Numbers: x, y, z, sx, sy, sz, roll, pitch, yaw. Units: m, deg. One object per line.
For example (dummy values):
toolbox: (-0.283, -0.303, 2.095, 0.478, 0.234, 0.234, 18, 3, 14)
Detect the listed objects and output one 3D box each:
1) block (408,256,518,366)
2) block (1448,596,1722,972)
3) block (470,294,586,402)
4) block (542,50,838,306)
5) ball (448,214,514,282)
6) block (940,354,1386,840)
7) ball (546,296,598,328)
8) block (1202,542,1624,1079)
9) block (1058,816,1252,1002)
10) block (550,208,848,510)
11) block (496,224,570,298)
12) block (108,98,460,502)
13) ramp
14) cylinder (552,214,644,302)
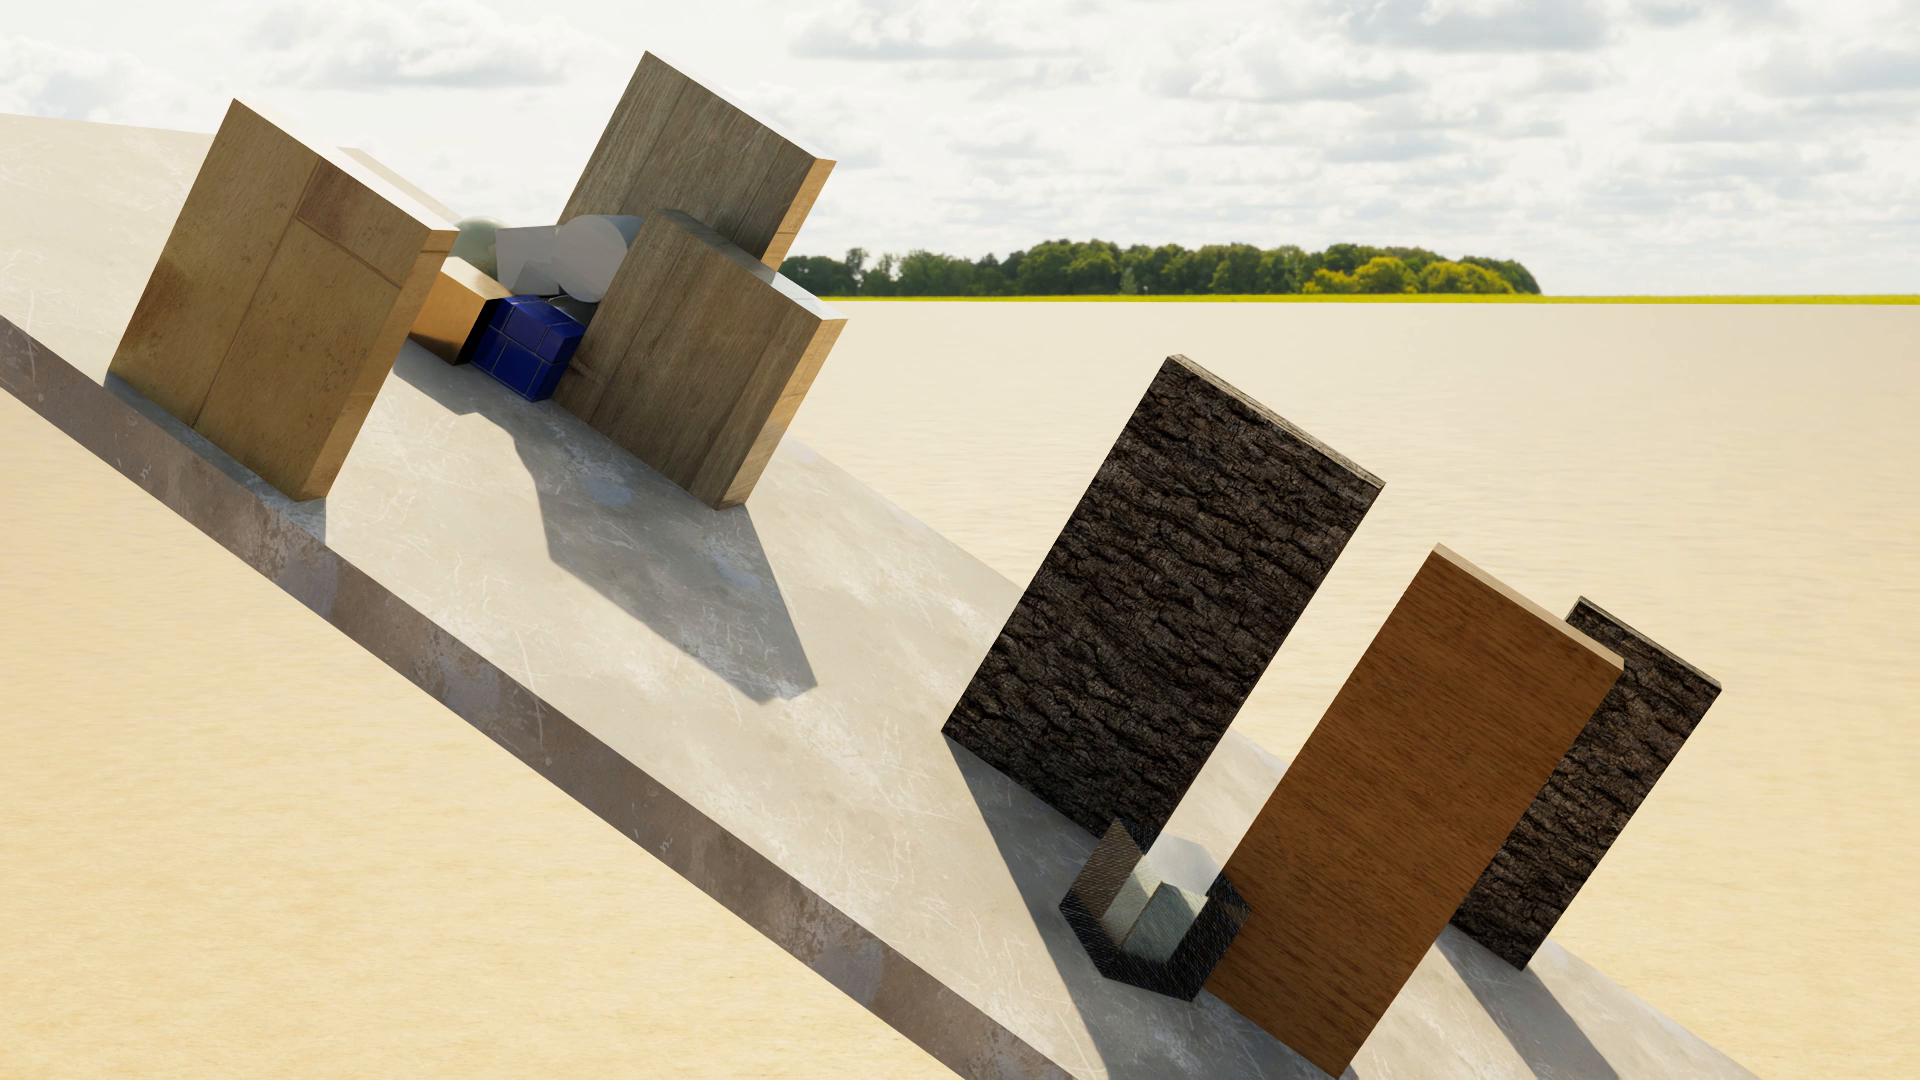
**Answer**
block: (-1.006, -0.457, 4.384, 0.152, 0.152, 0.152, 32, 15, 6)
block: (1.200, 0.495, 4.462, 0.320, 0.703, 0.085, 34, 15, 11)
block: (-0.862, -0.387, 4.437, 0.151, 0.151, 0.151, 32, 15, 7)
block: (-0.621, -0.629, 4.677, 0.441, 0.670, 0.123, 34, 15, 11)
ball: (-1.023, -0.593, 4.700, 0.203, 0.203, 0.203, 0, 7, 0)
block: (0.350, 0.122, 3.865, 0.422, 0.788, 0.123, 34, 15, 11)
ball: (-0.818, -0.424, 4.597, 0.175, 0.175, 0.175, 0, 7, 0)
block: (0.675, 0.430, 3.469, 0.332, 0.795, 0.108, 34, 15, 11)
block: (0.305, 0.581, 3.463, 0.182, 0.182, 0.182, 22, 17, -30)
block: (-0.527, -0.366, 4.439, 0.422, 0.445, 0.149, 34, 15, 11)
block: (-0.871, -0.582, 4.612, 0.142, 0.142, 0.142, -1, 5, 20)
block: (-1.040, -0.366, 3.369, 0.385, 0.480, 0.082, 34, 15, 11)
ramp: (-0.166, 0.273, 4.118, 4.000, 0.100, 2.000, 34, 15, 11)
cylinder: (-0.723, -0.583, 4.552, 0.177, 0.177, 0.177, 2, 8, 19)
